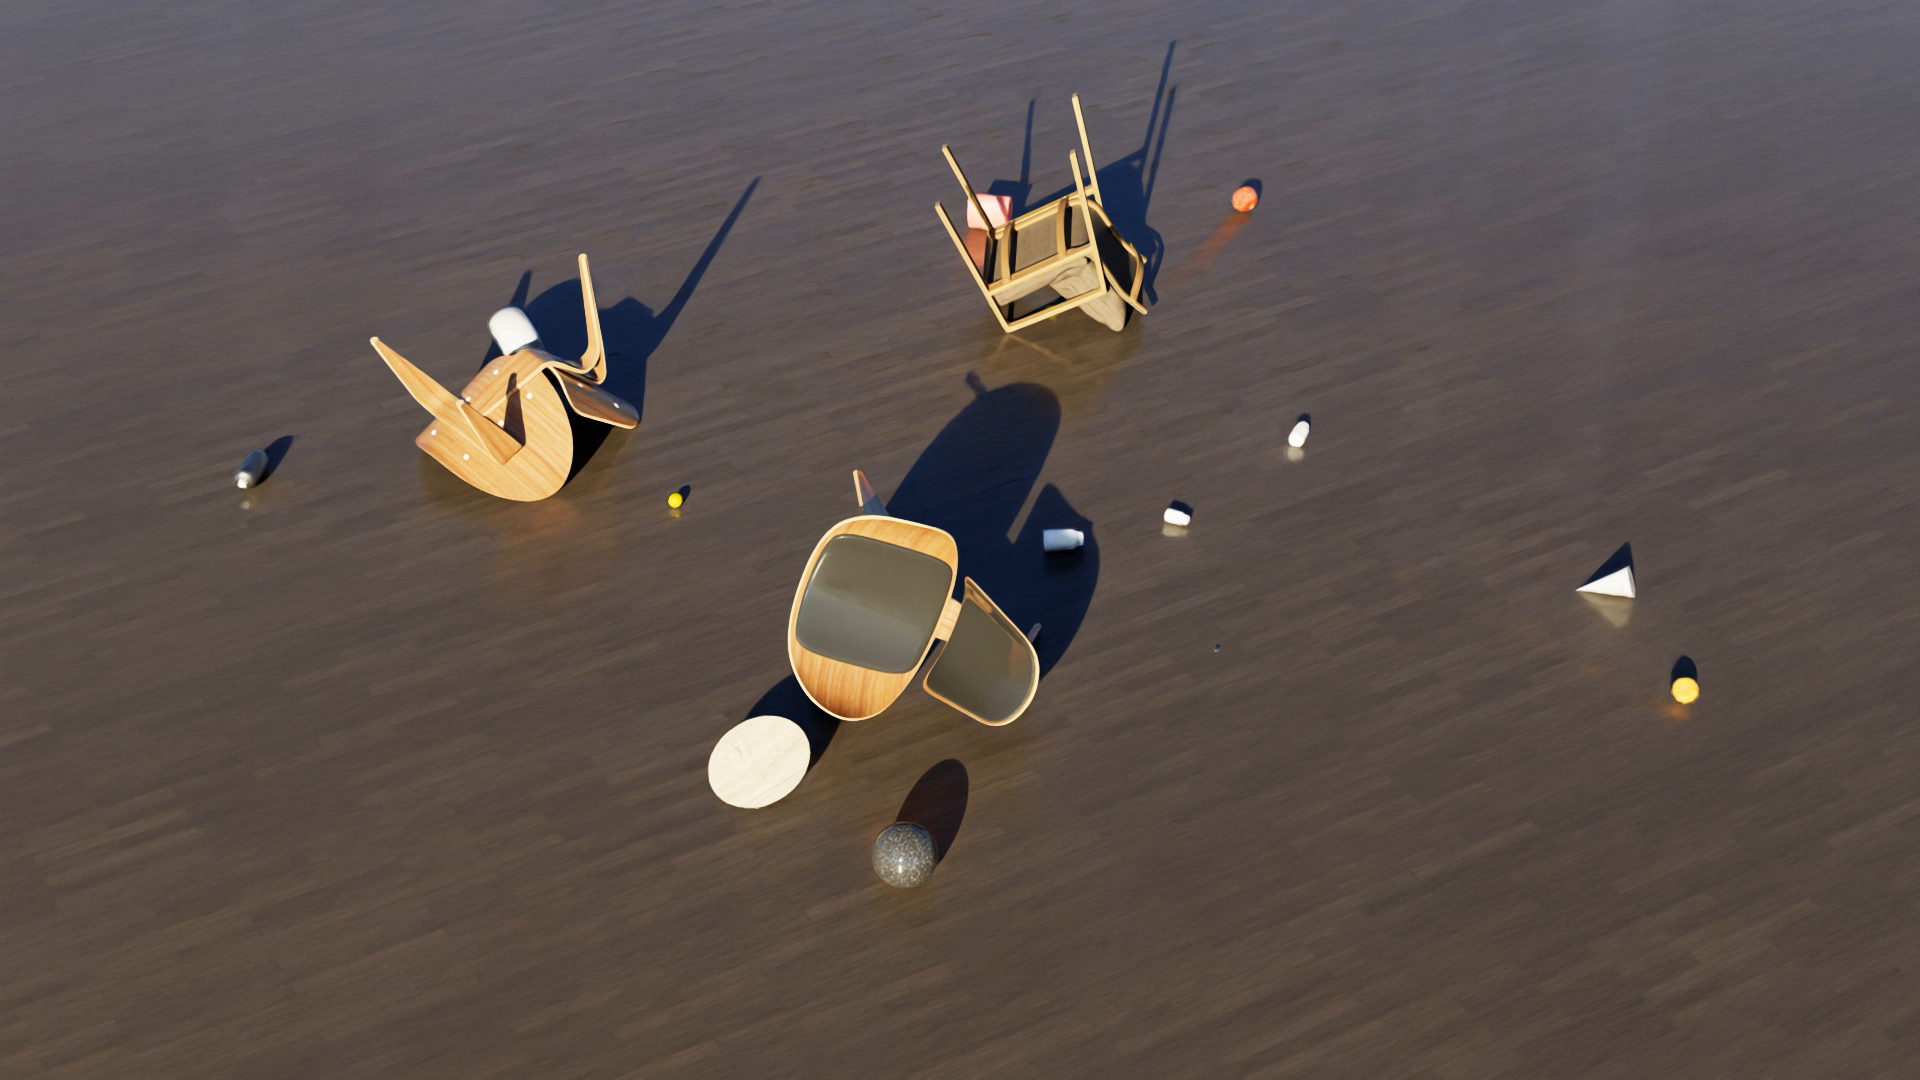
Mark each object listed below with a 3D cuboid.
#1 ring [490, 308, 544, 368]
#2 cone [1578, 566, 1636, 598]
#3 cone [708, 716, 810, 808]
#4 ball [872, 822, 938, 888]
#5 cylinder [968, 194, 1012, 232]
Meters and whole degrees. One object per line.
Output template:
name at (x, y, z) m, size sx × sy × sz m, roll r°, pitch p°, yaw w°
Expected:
ring at (-1.811, -0.827, 11.983) m, size 0.144 × 0.244 × 0.386 m, roll -29°, pitch 25°, yaw -10°
cone at (2.334, 0.166, 10.633) m, size 0.201 × 0.140 × 0.104 m, roll -9°, pitch 53°, yaw 20°
cone at (-0.655, 0.751, 9.716) m, size 0.353 × 0.121 × 0.297 m, roll -31°, pitch 69°, yaw -5°
ball at (-0.174, 0.993, 9.245) m, size 0.212 × 0.212 × 0.212 m, roll 0°, pitch 33°, yaw 0°
cylinder at (0.134, -1.453, 12.999) m, size 0.181 × 0.167 × 0.113 m, roll 6°, pitch 40°, yaw 9°
